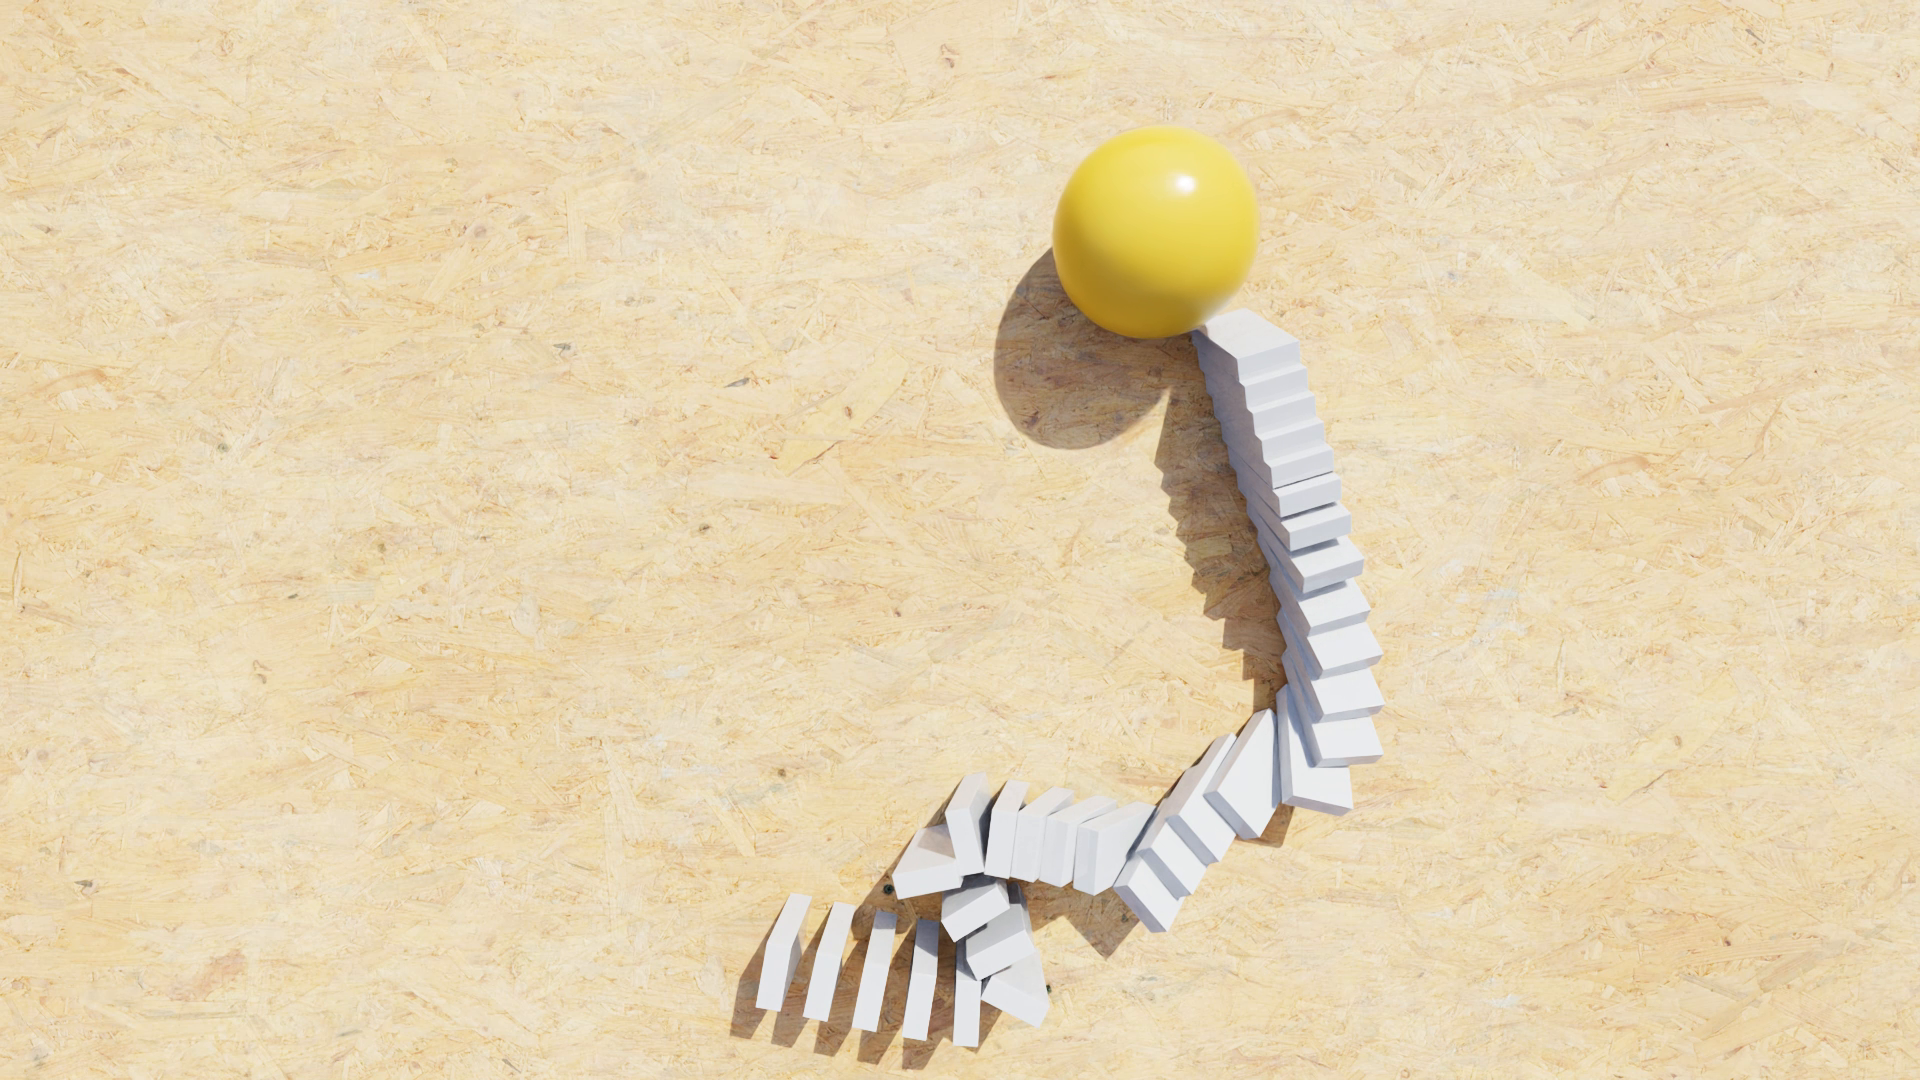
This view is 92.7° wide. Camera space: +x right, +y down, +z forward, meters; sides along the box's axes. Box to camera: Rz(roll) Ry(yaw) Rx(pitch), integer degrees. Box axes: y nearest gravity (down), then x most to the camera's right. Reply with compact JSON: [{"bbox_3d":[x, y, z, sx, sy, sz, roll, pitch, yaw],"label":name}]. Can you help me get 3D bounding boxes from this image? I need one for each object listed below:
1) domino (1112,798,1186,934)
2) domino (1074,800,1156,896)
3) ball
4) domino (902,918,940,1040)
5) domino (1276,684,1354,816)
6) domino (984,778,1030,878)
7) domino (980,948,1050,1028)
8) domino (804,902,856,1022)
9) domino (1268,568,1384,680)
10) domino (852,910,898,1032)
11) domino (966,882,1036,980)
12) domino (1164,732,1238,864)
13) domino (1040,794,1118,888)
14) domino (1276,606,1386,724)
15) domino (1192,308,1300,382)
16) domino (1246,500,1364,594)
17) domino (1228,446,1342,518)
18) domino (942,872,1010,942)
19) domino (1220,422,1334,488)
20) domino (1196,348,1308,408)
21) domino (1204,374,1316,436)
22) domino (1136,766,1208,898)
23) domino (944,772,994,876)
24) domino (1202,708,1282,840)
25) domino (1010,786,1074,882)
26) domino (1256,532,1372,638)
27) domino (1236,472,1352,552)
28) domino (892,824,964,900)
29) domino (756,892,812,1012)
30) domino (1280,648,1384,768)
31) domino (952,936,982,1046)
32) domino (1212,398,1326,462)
[{"bbox_3d":[0.085,0.133,0.379,0.025,0.010,0.050,50,49,-4],"label":"domino"},{"bbox_3d":[0.065,0.126,0.377,0.009,0.050,0.025,5,91,38],"label":"domino"},{"bbox_3d":[0.076,-0.120,0.360,0.080,0.080,0.080,0,90,0],"label":"ball"},{"bbox_3d":[-0.016,0.178,0.375,0.009,0.050,0.025,9,90,0],"label":"domino"},{"bbox_3d":[0.146,0.087,0.381,0.025,0.010,0.050,13,53,-3],"label":"domino"},{"bbox_3d":[0.020,0.117,0.375,0.010,0.050,0.025,7,90,10],"label":"domino"},{"bbox_3d":[0.021,0.177,0.375,0.025,0.050,0.010,27,90,0],"label":"domino"},{"bbox_3d":[-0.053,0.171,0.375,0.010,0.050,0.025,12,90,0],"label":"domino"},{"bbox_3d":[0.151,0.031,0.382,0.025,0.010,0.050,-15,56,-1],"label":"domino"},{"bbox_3d":[-0.034,0.175,0.375,0.010,0.050,0.025,11,90,0],"label":"domino"},{"bbox_3d":[0.016,0.159,0.375,0.025,0.050,0.010,-26,90,0],"label":"domino"},{"bbox_3d":[0.107,0.107,0.381,0.025,0.010,0.050,49,53,0],"label":"domino"},{"bbox_3d":[0.049,0.122,0.376,0.010,0.050,0.025,7,90,32],"label":"domino"},{"bbox_3d":[0.153,0.050,0.382,0.025,0.009,0.050,-9,55,-2],"label":"domino"},{"bbox_3d":[0.116,-0.081,0.376,0.025,0.050,0.010,-17,120,0],"label":"domino"},{"bbox_3d":[0.141,-0.002,0.378,0.025,0.050,0.009,-17,134,-1],"label":"domino"},{"bbox_3d":[0.132,-0.028,0.376,0.025,0.050,0.010,-17,121,0],"label":"domino"},{"bbox_3d":[0.006,0.143,0.375,0.025,0.050,0.010,-31,90,0],"label":"domino"},{"bbox_3d":[0.129,-0.039,0.376,0.025,0.050,0.010,-17,120,0],"label":"domino"},{"bbox_3d":[0.119,-0.070,0.376,0.025,0.050,0.009,-17,120,0],"label":"domino"},{"bbox_3d":[0.122,-0.060,0.376,0.025,0.050,0.010,-17,120,0],"label":"domino"},{"bbox_3d":[0.095,0.120,0.380,0.025,0.010,0.050,49,49,0],"label":"domino"},{"bbox_3d":[0.006,0.115,0.374,0.009,0.050,0.025,-14,89,9],"label":"domino"},{"bbox_3d":[0.124,0.097,0.382,0.025,0.010,0.050,48,55,0],"label":"domino"},{"bbox_3d":[0.034,0.119,0.375,0.009,0.050,0.025,7,90,22],"label":"domino"},{"bbox_3d":[0.146,0.014,0.382,0.025,0.009,0.050,-16,56,0],"label":"domino"},{"bbox_3d":[0.136,-0.016,0.377,0.025,0.050,0.010,-17,125,0],"label":"domino"},{"bbox_3d":[-0.009,0.129,0.373,0.025,0.050,0.010,-15,90,9],"label":"domino"},{"bbox_3d":[-0.071,0.167,0.375,0.009,0.050,0.025,10,90,0],"label":"domino"},{"bbox_3d":[0.154,0.068,0.381,0.025,0.009,0.050,-3,55,-3],"label":"domino"},{"bbox_3d":[0.003,0.181,0.375,0.010,0.050,0.025,3,90,0],"label":"domino"},{"bbox_3d":[0.125,-0.050,0.376,0.025,0.050,0.010,-17,120,0],"label":"domino"}]
